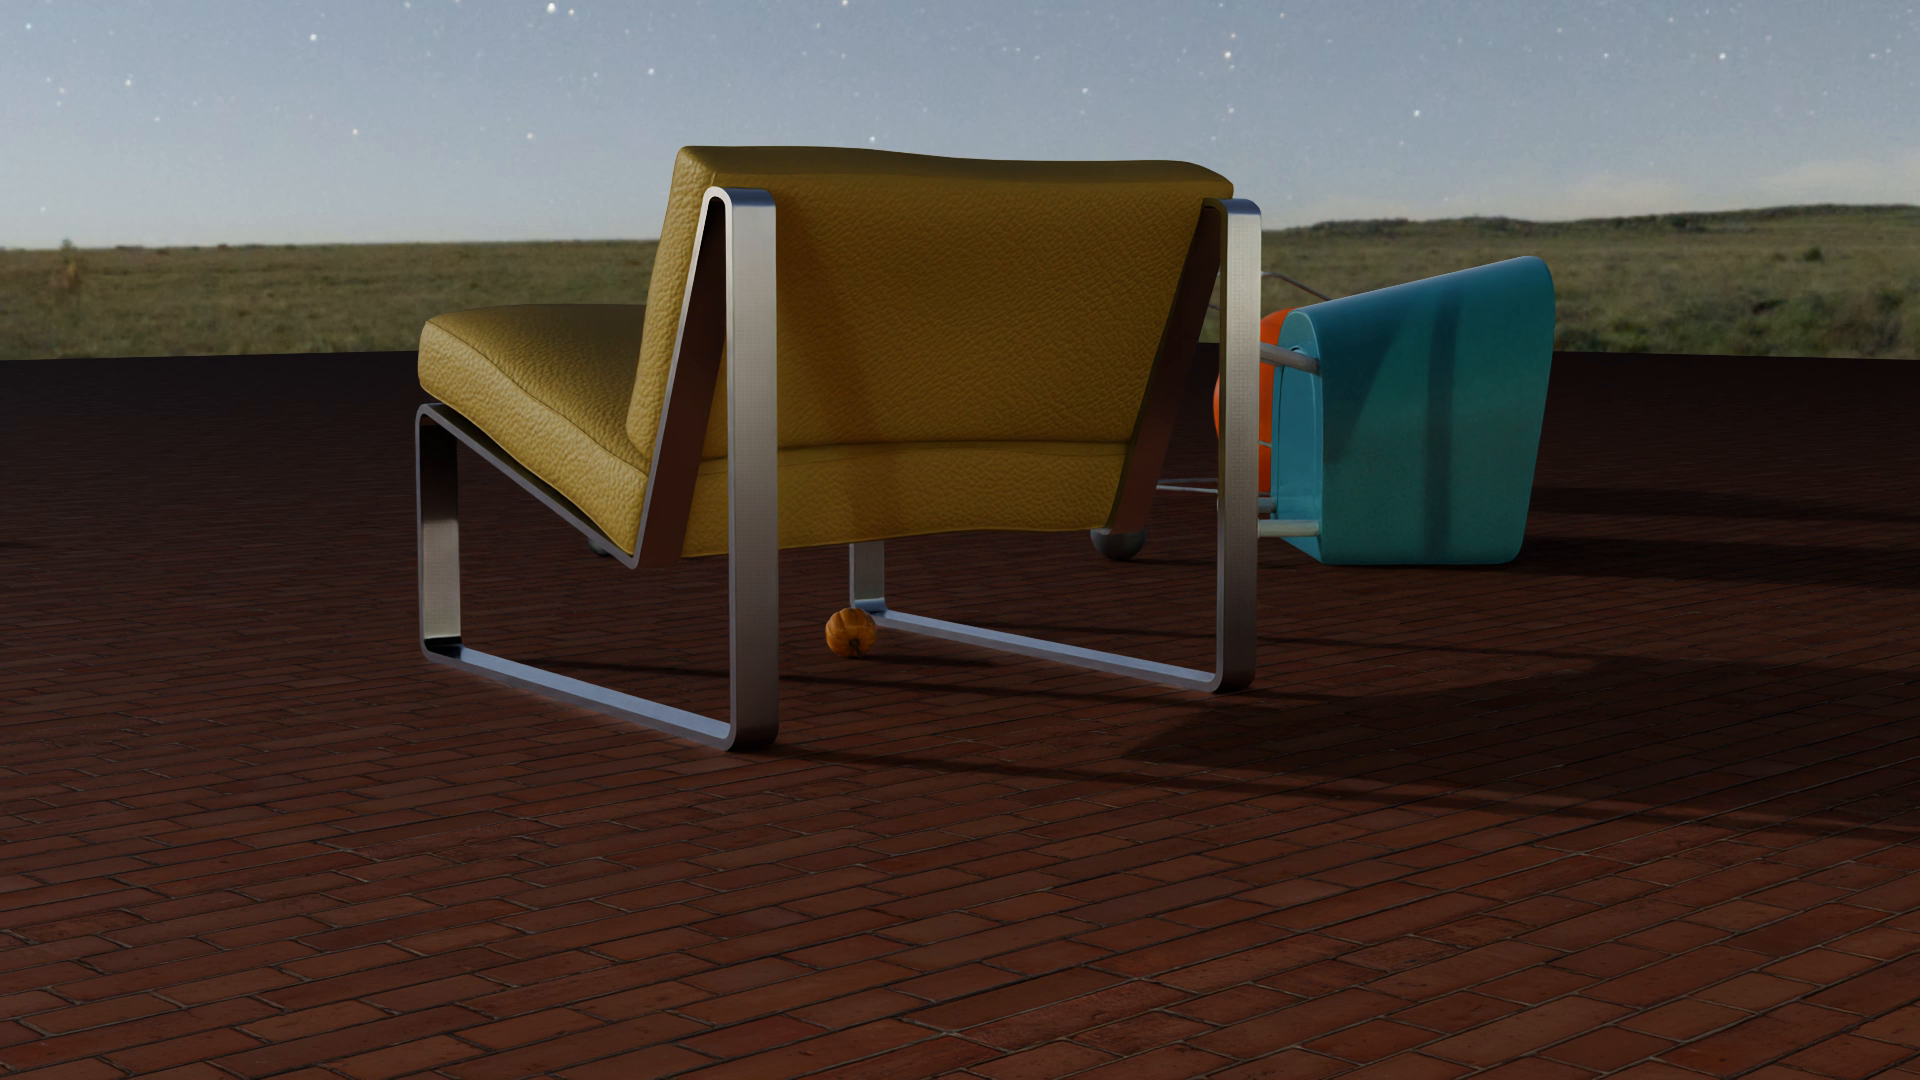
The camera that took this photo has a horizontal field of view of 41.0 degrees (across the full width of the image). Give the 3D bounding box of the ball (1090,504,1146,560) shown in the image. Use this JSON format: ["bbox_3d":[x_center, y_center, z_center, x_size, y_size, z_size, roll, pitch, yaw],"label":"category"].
[{"bbox_3d":[0.368,-0.018,5.950,0.131,0.131,0.131,0,6,0],"label":"ball"}]
